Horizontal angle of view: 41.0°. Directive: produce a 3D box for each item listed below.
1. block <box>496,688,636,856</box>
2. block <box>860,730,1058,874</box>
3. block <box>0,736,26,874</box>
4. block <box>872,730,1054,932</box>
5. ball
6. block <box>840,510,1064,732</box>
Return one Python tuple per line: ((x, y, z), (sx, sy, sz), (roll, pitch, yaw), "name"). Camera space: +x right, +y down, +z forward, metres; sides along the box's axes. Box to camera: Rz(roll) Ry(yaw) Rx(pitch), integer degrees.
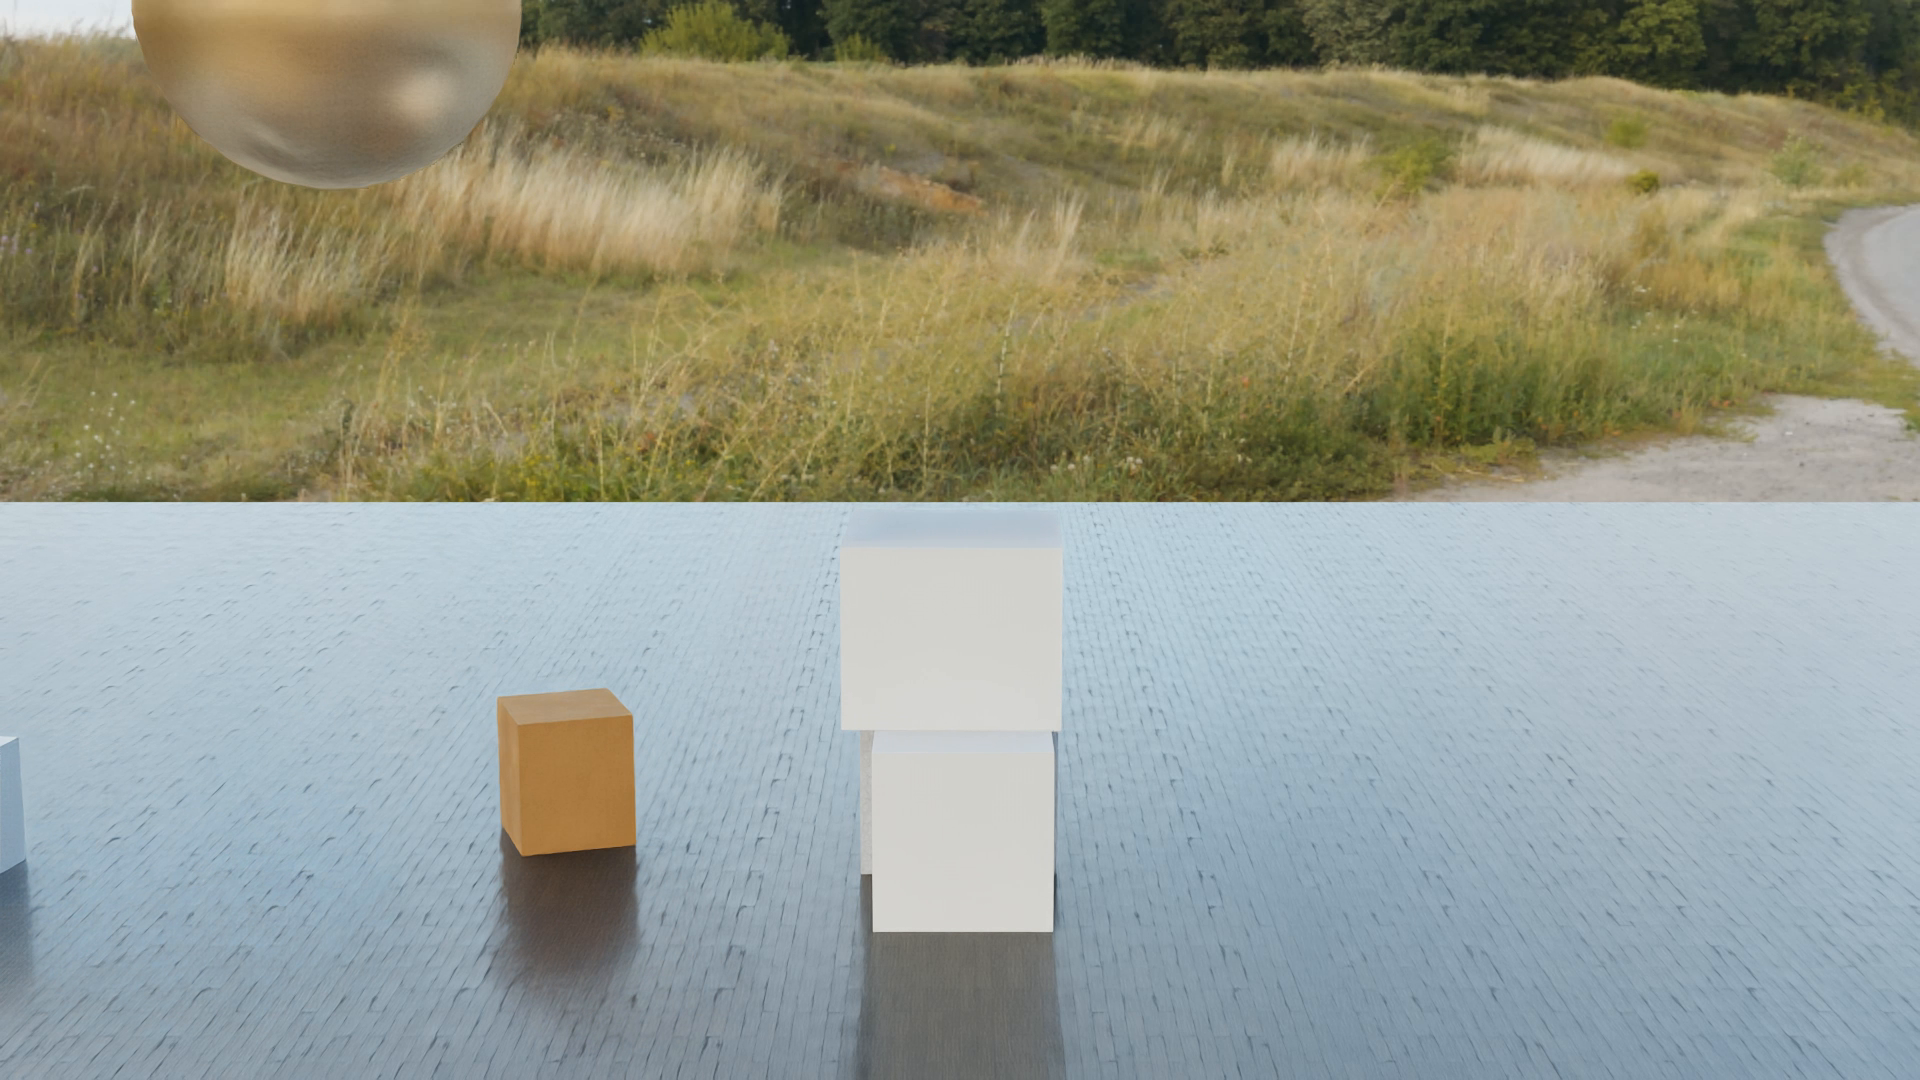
((-1.836, 1.072, 11.948), (0.527, 0.616, 0.562), (-4, 11, -19), "block")
((-0.004, 1.028, 11.764), (0.873, 0.768, 0.877), (0, 10, 0), "block")
((-4.585, 1.211, 11.325), (0.623, 0.566, 0.617), (2, 10, 9), "block")
((0.013, 1.178, 10.944), (0.747, 0.766, 0.770), (0, 10, 0), "block")
((-2.647, -2.279, 10.766), (1.600, 1.600, 1.600), (0, 10, 0), "ball")
((-0.027, 0.335, 11.241), (0.931, 0.785, 0.948), (0, 10, 1), "block")
